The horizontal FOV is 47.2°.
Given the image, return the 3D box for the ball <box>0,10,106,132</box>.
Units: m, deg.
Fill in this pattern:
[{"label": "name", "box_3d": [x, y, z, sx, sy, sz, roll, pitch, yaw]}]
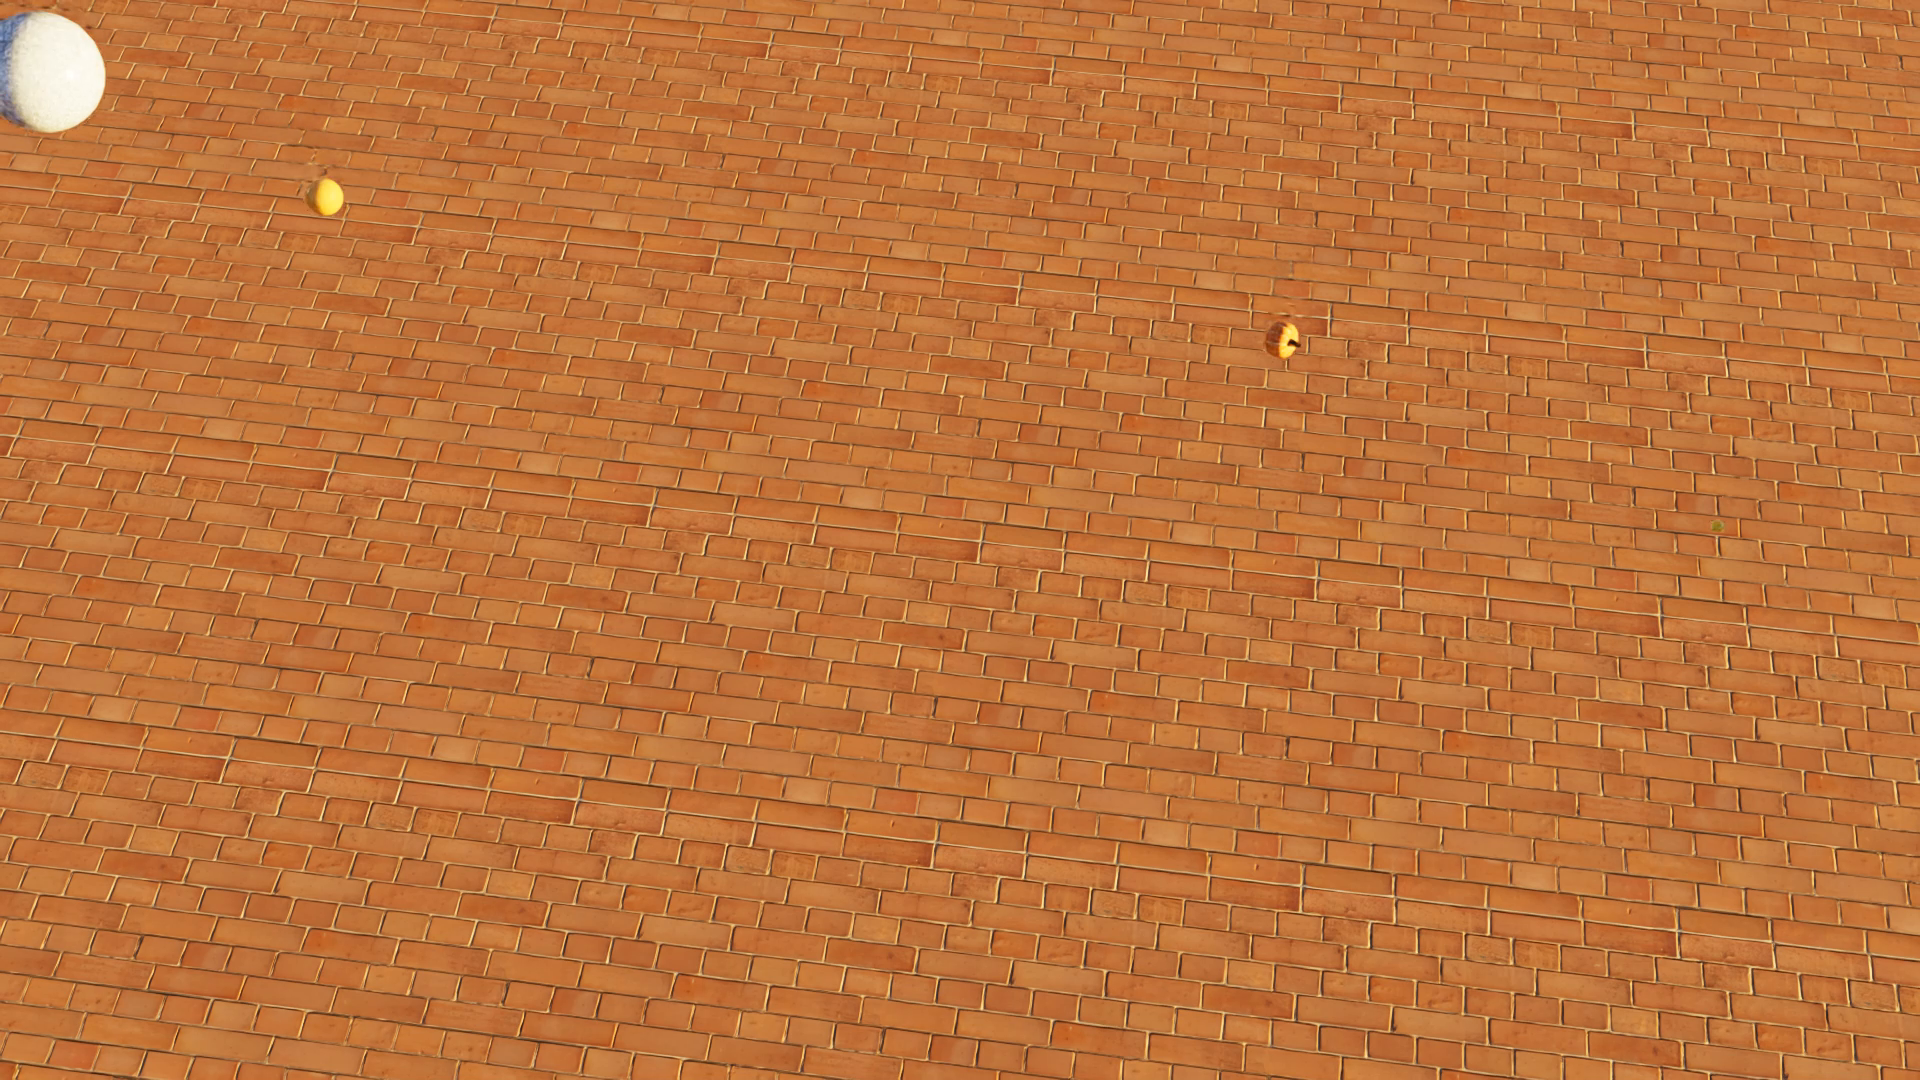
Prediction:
[{"label": "ball", "box_3d": [-1.919, -0.978, 4.595, 0.249, 0.249, 0.249, 0, 56, 0]}]
